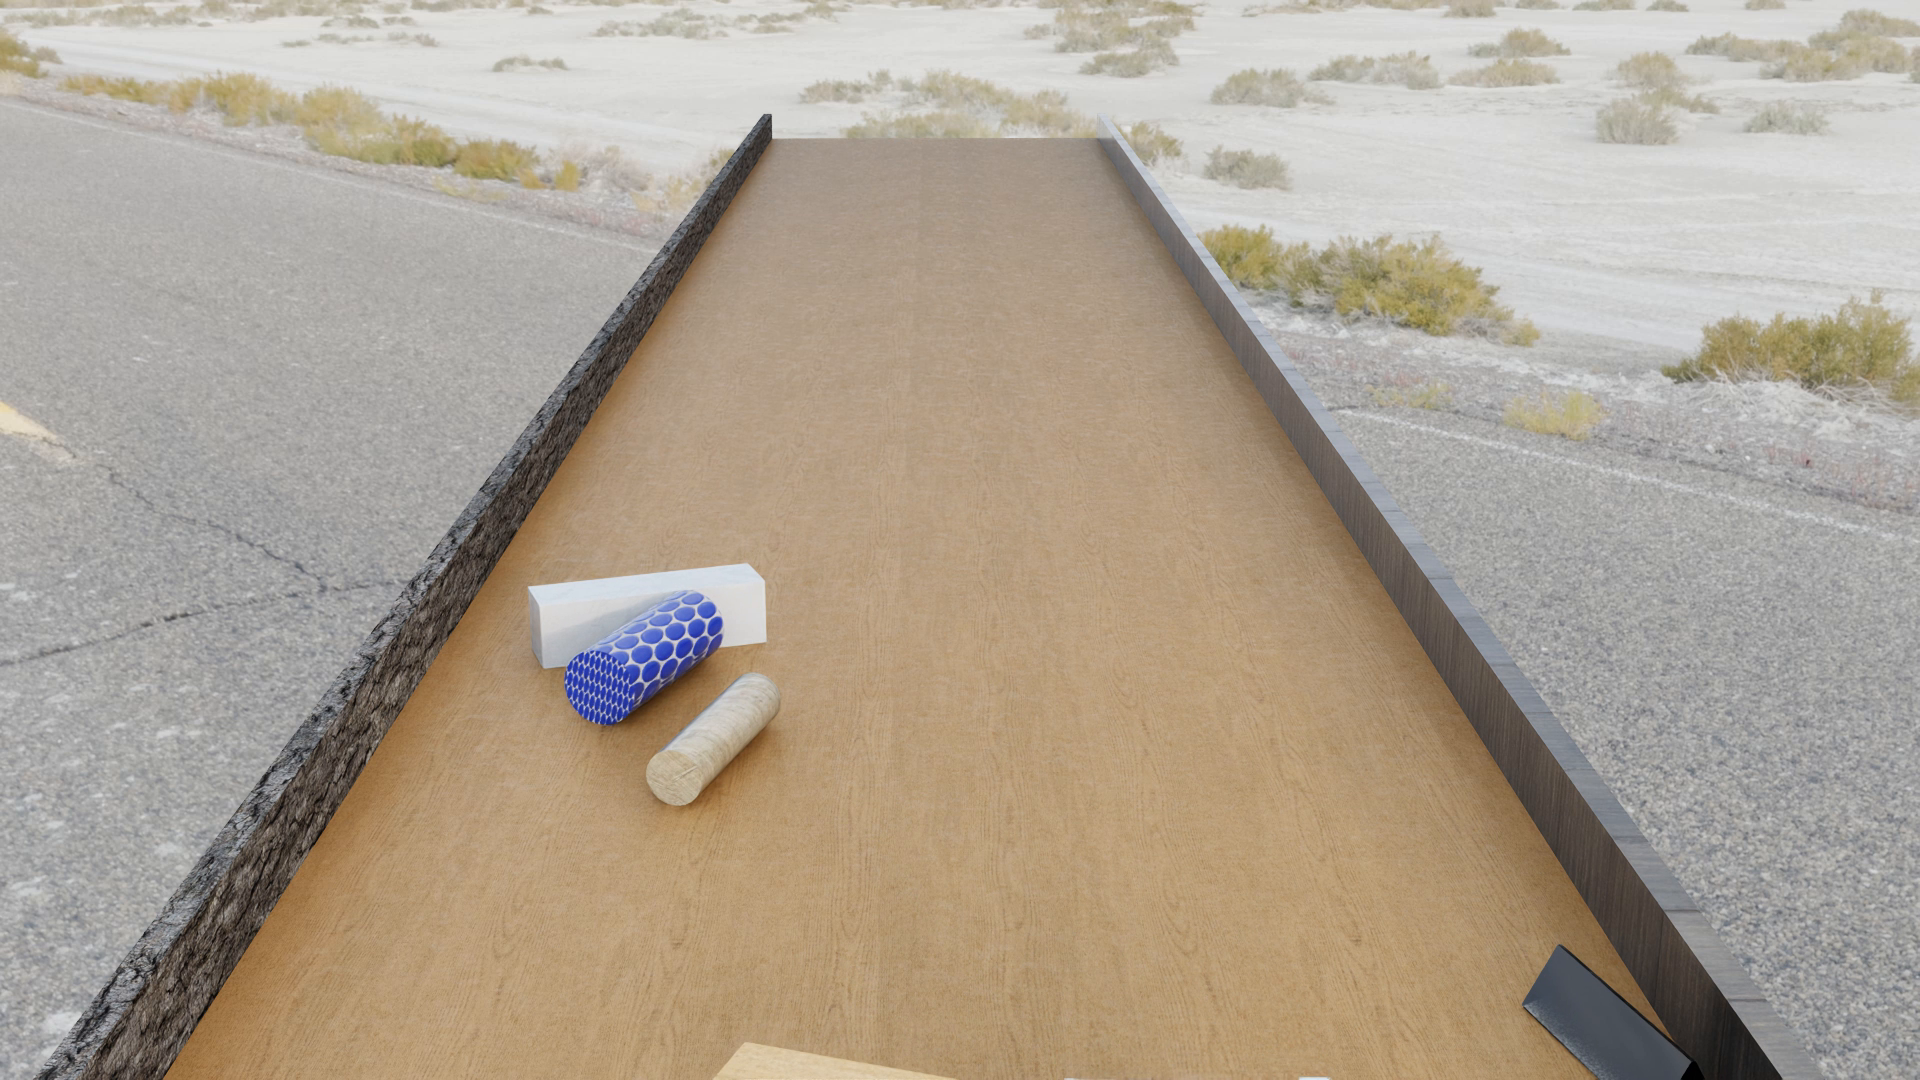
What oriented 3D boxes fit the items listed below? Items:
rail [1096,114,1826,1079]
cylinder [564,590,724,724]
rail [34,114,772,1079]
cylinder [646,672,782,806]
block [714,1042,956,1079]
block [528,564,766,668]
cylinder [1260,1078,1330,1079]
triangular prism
[{"bbox_3d":[0.932,-0.844,7.801,0.050,0.150,12.000,0,17,-1],"label":"rail"},{"bbox_3d":[-0.601,0.221,4.229,0.145,0.145,0.384,6,18,19],"label":"cylinder"},{"bbox_3d":[-1.118,-0.838,7.780,0.050,0.150,12.000,0,17,-1],"label":"rail"},{"bbox_3d":[-0.430,0.347,3.884,0.100,0.100,0.393,4,17,15],"label":"cylinder"},{"bbox_3d":[-0.091,0.711,2.642,0.410,0.110,0.110,6,17,18],"label":"block"},{"bbox_3d":[-0.636,0.152,4.484,0.459,0.132,0.132,-6,18,-20],"label":"block"},{"bbox_3d":[0.280,0.710,2.569,0.310,0.154,0.154,0,17,-2],"label":"cylinder"},{"bbox_3d":[0.870,0.645,2.896,0.102,0.088,0.326,-5,17,-14],"label":"triangular prism"}]
